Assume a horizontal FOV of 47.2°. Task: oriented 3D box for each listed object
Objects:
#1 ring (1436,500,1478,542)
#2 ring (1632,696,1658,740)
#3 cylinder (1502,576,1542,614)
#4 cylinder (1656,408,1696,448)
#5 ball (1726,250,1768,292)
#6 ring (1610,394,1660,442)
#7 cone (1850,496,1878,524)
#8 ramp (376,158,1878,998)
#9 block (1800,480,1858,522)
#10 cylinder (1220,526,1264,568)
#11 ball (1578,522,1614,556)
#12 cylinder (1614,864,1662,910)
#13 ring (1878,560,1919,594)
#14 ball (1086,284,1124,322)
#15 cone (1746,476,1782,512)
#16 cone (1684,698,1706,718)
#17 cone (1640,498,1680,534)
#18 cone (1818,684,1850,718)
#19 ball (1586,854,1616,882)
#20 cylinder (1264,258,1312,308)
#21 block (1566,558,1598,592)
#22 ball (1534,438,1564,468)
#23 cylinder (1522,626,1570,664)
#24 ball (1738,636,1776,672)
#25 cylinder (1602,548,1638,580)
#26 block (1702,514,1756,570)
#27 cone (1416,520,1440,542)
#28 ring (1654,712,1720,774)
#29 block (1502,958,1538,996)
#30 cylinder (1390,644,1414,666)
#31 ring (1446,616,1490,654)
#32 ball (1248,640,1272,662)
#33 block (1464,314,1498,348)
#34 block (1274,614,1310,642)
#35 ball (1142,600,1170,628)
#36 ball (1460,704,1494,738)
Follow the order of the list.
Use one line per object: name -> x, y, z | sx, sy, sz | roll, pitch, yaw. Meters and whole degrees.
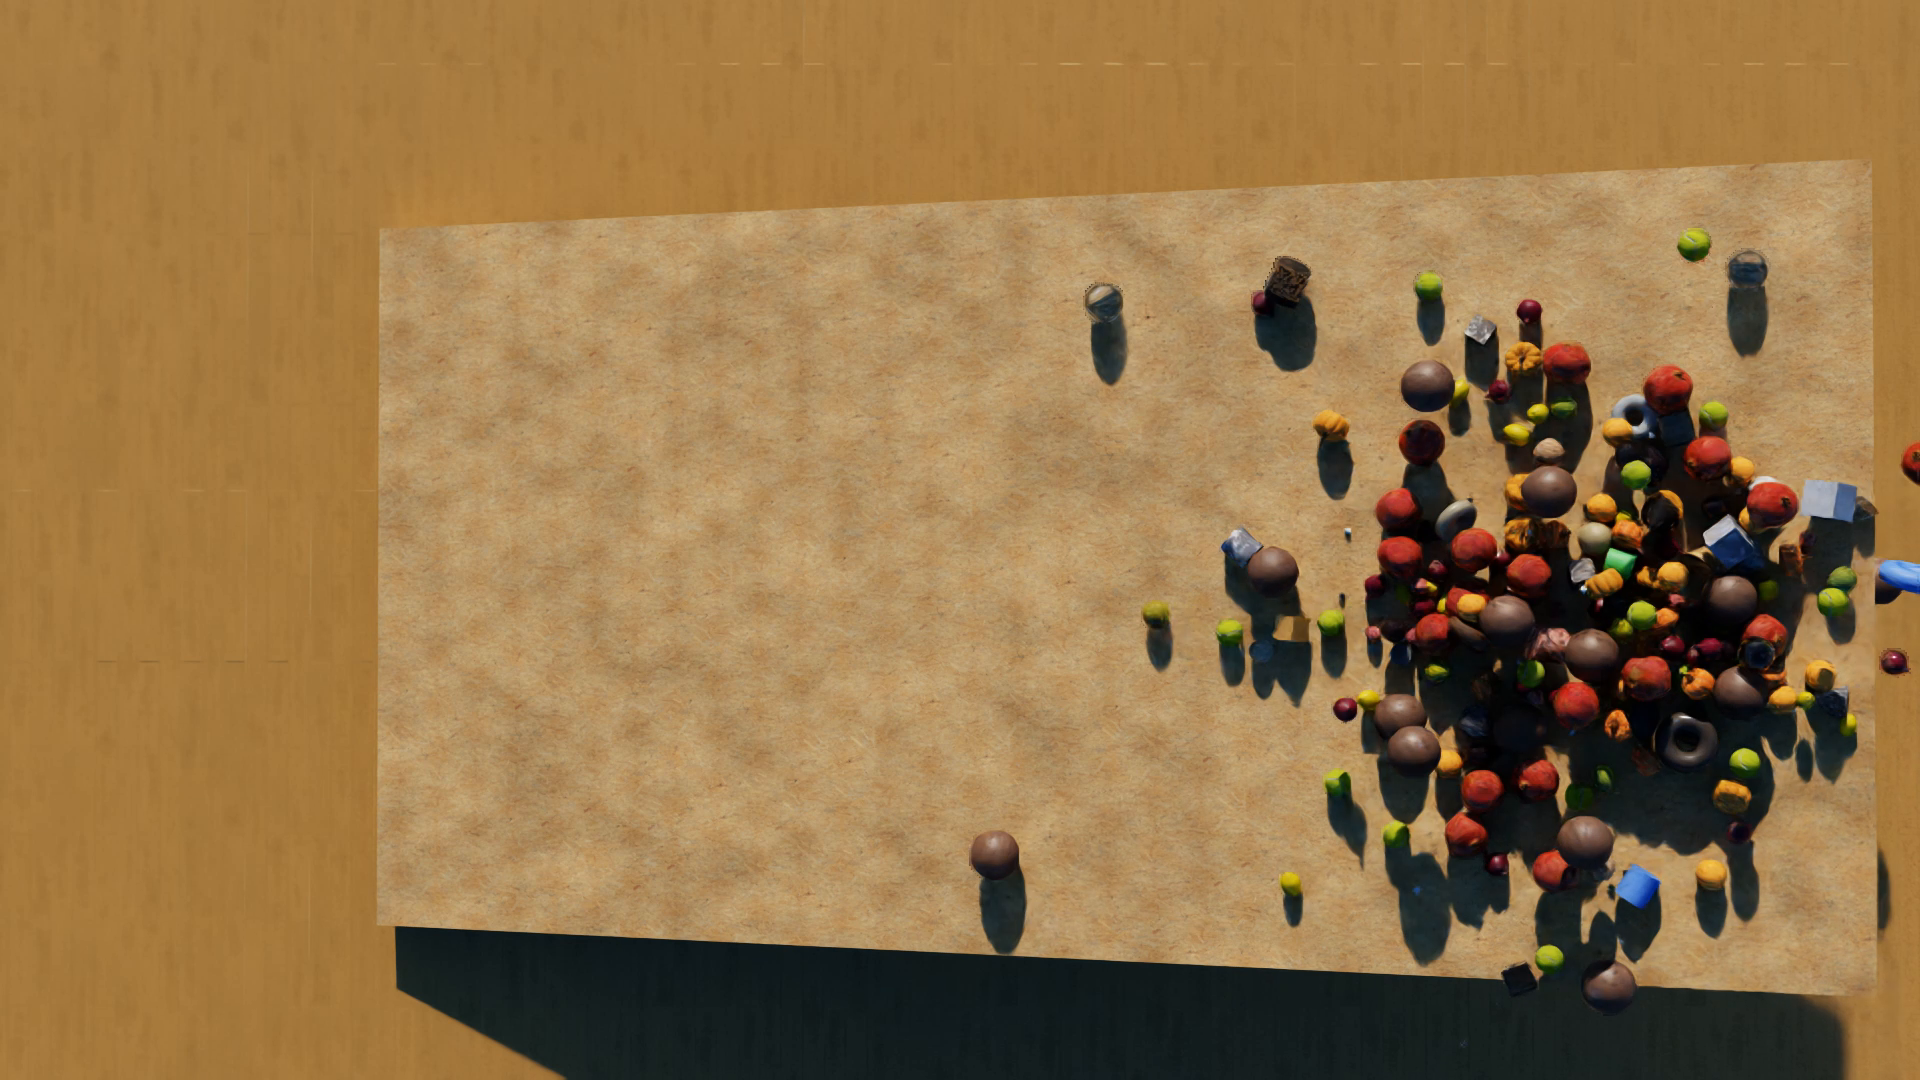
ring -> 1.229, -0.047, 5.446 | 0.120, 0.120, 0.040 | -40, 50, -1
ring -> 1.646, 0.426, 5.282 | 0.036, 0.108, 0.108 | 9, 89, 39
cylinder -> 1.385, 0.137, 5.412 | 0.070, 0.070, 0.070 | -32, 89, 9
cylinder -> 1.731, -0.269, 5.312 | 0.077, 0.077, 0.077 | -17, 95, 0
ball -> 1.892, -0.646, 5.284 | 0.097, 0.097, 0.097 | 0, 89, 0
ring -> 1.651, -0.298, 5.377 | 0.116, 0.039, 0.116 | 0, 89, 17
cone -> 2.139, -0.059, 5.241 | 0.065, 0.065, 0.065 | 31, 125, 0
ramp -> 0.268, 0.096, 5.829 | 4.000, 0.100, 2.000 | 0, 89, 16
block -> 2.061, -0.093, 5.216 | 0.086, 0.086, 0.086 | 7, 92, -37
cylinder -> 0.720, 0.018, 5.612 | 0.077, 0.077, 0.077 | 43, 89, 12
ball -> 1.553, -0.002, 5.375 | 0.084, 0.084, 0.084 | 0, 89, 0
cylinder -> 1.646, 0.841, 5.339 | 0.080, 0.080, 0.080 | 32, 98, 0
ring -> 2.229, 0.088, 5.156 | 0.145, 0.145, 0.048 | 12, 106, 0
ball -> 0.374, -0.615, 5.706 | 0.100, 0.100, 0.100 | 0, 89, 0
cone -> 1.903, -0.116, 5.260 | 0.090, 0.090, 0.090 | -9, 76, 42
cone -> 1.768, 0.417, 5.318 | 0.054, 0.054, 0.054 | -16, 89, 1
cone -> 1.663, -0.044, 5.261 | 0.093, 0.093, 0.093 | 13, 116, 29
cone -> 2.099, 0.370, 5.243 | 0.079, 0.079, 0.079 | 39, 66, 1
ball -> 1.546, 0.789, 5.307 | 0.067, 0.067, 0.067 | 0, 89, 0
cylinder -> 0.830, -0.652, 5.567 | 0.091, 0.091, 0.091 | 21, 119, 0
block -> 1.517, 0.086, 5.368 | 0.058, 0.058, 0.058 | -10, 61, 7
ball -> 1.450, -0.213, 5.413 | 0.074, 0.074, 0.074 | 0, 89, 0
cylinder -> 1.433, 0.255, 5.375 | 0.085, 0.085, 0.085 | 7, 89, -14
ball -> 1.870, 0.268, 5.163 | 0.083, 0.083, 0.083 | 0, 89, 0
cylinder -> 1.595, 0.058, 5.316 | 0.065, 0.065, 0.065 | 18, 89, 19
block -> 1.831, 0.004, 5.237 | 0.078, 0.078, 0.078 | 43, 114, -13
cone -> 1.185, -0.012, 5.508 | 0.061, 0.061, 0.061 | 21, 89, -12
ring -> 1.741, 0.485, 5.268 | 0.148, 0.049, 0.148 | -1, 87, 14
block -> 1.379, 1.078, 5.417 | 0.066, 0.066, 0.066 | -23, 83, 14
cylinder -> 1.105, 0.288, 5.502 | 0.053, 0.053, 0.053 | -2, 84, 16
ring -> 1.240, 0.232, 5.367 | 0.122, 0.122, 0.041 | 41, 89, 1
ball -> 0.767, 0.283, 5.603 | 0.060, 0.060, 0.060 | 0, 89, 0
block -> 1.295, -0.522, 5.469 | 0.058, 0.058, 0.058 | 34, 98, 14
block -> 0.840, 0.225, 5.566 | 0.062, 0.062, 0.062 | 9, 86, -38
ball -> 0.506, 0.192, 5.672 | 0.072, 0.072, 0.072 | 0, 89, 0
ball -> 1.280, 0.449, 5.445 | 0.085, 0.085, 0.085 | 0, 89, 0
